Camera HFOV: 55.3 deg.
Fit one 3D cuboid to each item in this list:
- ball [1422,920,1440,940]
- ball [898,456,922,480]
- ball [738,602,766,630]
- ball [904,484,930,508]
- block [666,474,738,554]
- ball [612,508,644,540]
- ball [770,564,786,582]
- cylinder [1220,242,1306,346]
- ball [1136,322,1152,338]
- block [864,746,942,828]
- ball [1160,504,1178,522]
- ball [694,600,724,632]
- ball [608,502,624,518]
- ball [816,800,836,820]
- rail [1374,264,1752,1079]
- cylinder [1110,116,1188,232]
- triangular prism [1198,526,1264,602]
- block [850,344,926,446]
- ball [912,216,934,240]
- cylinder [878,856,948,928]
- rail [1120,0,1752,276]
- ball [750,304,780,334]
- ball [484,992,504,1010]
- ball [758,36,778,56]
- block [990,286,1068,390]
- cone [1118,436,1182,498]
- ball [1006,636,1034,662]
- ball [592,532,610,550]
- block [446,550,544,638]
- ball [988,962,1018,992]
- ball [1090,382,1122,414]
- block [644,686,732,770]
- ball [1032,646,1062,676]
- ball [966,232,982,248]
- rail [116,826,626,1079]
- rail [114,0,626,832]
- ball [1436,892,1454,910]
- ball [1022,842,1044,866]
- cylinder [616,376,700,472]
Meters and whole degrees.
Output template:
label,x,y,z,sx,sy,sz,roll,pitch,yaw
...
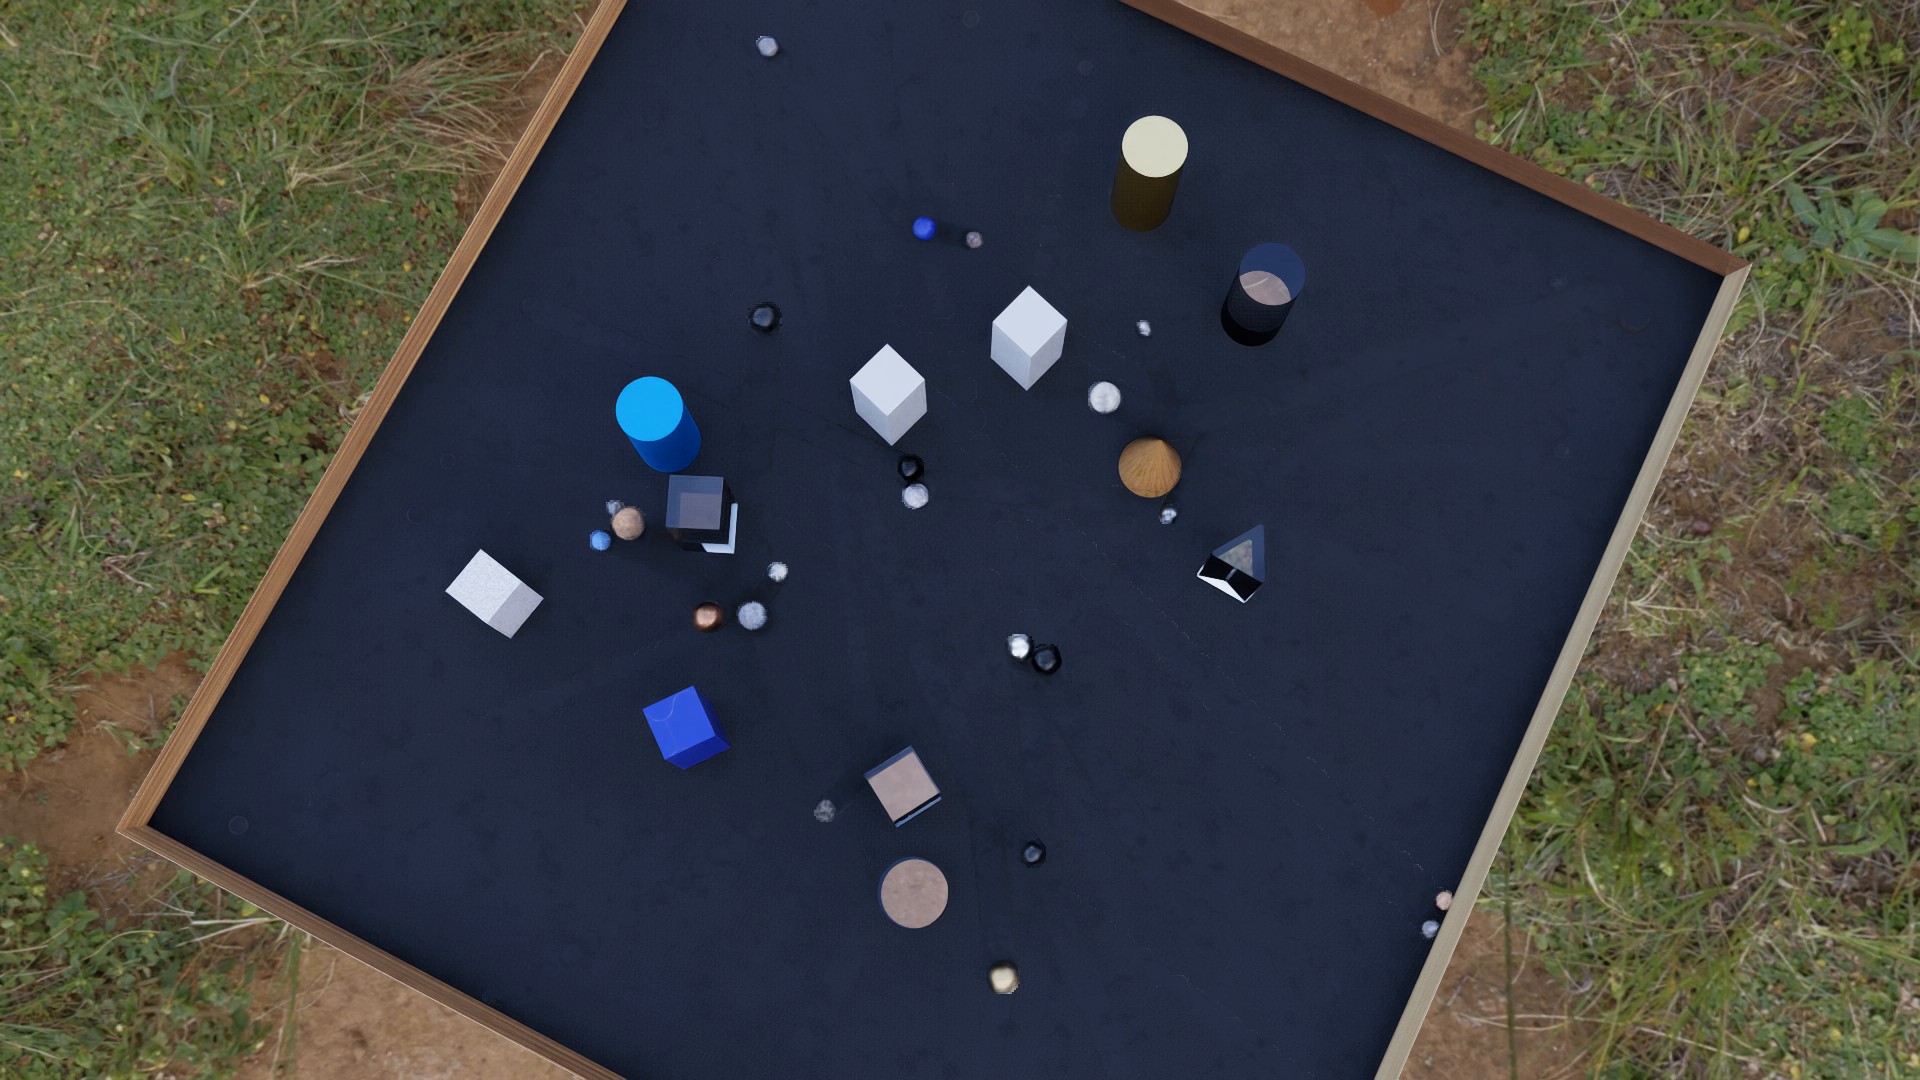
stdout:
label,x,y,z,sx,sy,sz,roll,pitch,yaw
ball,1.378,1.138,5.352,0.056,0.056,0.056,0,78,0
ball,-0.153,-0.219,5.624,0.075,0.075,0.075,0,78,0
ball,-0.625,0.229,5.527,0.084,0.084,0.084,0,78,0
ball,-0.132,-0.137,5.607,0.075,0.075,0.075,0,78,0
block,-0.766,-0.074,5.455,0.156,0.347,0.156,3,78,1
ball,-1.008,-0.048,5.577,0.097,0.097,0.097,0,78,0
ball,-0.554,0.100,5.569,0.053,0.053,0.053,0,78,0
cylinder,0.916,-0.741,5.569,0.194,0.393,0.194,0,78,0
ball,0.577,-0.654,5.726,0.050,0.050,0.050,0,78,0
block,-0.163,0.716,5.304,0.156,0.322,0.156,-32,80,-6
ball,0.640,-0.082,5.605,0.055,0.055,0.055,0,78,0
ball,-0.756,0.229,5.522,0.092,0.092,0.092,0,78,0
ball,-1.055,-0.092,5.611,0.048,0.048,0.048,0,78,0
ball,-0.396,0.798,5.422,0.058,0.058,0.058,0,78,0
rail,1.592,0.786,5.388,0.045,0.126,3.744,26,80,5
cylinder,0.576,-1.118,5.624,0.194,0.438,0.194,0,78,0
triangular prism,0.833,0.052,5.432,0.168,0.340,0.146,30,80,6
block,-0.213,-0.434,5.530,0.156,0.346,0.156,44,82,8
ball,-0.115,-0.984,5.783,0.072,0.072,0.072,0,78,0
cylinder,-0.130,1.006,5.214,0.194,0.380,0.194,0,78,0
rail,0.827,-1.612,5.885,3.608,0.126,0.045,26,80,5
ball,-0.608,-0.689,5.709,0.097,0.097,0.097,0,78,0
ball,-1.353,1.339,5.311,0.056,0.056,0.056,0,78,0
ball,-0.619,-1.591,5.914,0.062,0.062,0.062,0,78,0
block,0.206,-0.608,5.564,0.156,0.350,0.156,43,82,8
cone,0.587,-0.259,5.504,0.194,0.326,0.194,0,78,0
ball,0.181,0.326,5.508,0.081,0.081,0.081,0,78,0
ball,-1.094,0.003,5.586,0.058,0.058,0.058,0,78,0
block,-1.377,0.163,5.436,0.156,0.289,0.156,37,81,7
ball,0.126,1.267,5.311,0.086,0.086,0.086,0,78,0
ball,0.449,-0.439,5.658,0.097,0.097,0.097,0,78,0
block,-0.788,0.548,5.318,0.156,0.363,0.156,-25,79,-5
ball,0.261,0.361,5.496,0.089,0.089,0.089,0,78,0
ball,0.044,-0.948,5.786,0.053,0.053,0.053,0,78,0
rail,-0.827,1.626,5.215,3.608,0.126,0.045,26,80,5
rail,-1.592,-0.773,5.711,0.045,0.126,3.744,26,80,5
ball,1.421,1.058,5.370,0.055,0.055,0.055,0,78,0
ball,0.215,0.924,5.390,0.069,0.069,0.069,0,78,0
cylinder,-0.900,-0.342,5.494,0.194,0.378,0.194,0,78,0
